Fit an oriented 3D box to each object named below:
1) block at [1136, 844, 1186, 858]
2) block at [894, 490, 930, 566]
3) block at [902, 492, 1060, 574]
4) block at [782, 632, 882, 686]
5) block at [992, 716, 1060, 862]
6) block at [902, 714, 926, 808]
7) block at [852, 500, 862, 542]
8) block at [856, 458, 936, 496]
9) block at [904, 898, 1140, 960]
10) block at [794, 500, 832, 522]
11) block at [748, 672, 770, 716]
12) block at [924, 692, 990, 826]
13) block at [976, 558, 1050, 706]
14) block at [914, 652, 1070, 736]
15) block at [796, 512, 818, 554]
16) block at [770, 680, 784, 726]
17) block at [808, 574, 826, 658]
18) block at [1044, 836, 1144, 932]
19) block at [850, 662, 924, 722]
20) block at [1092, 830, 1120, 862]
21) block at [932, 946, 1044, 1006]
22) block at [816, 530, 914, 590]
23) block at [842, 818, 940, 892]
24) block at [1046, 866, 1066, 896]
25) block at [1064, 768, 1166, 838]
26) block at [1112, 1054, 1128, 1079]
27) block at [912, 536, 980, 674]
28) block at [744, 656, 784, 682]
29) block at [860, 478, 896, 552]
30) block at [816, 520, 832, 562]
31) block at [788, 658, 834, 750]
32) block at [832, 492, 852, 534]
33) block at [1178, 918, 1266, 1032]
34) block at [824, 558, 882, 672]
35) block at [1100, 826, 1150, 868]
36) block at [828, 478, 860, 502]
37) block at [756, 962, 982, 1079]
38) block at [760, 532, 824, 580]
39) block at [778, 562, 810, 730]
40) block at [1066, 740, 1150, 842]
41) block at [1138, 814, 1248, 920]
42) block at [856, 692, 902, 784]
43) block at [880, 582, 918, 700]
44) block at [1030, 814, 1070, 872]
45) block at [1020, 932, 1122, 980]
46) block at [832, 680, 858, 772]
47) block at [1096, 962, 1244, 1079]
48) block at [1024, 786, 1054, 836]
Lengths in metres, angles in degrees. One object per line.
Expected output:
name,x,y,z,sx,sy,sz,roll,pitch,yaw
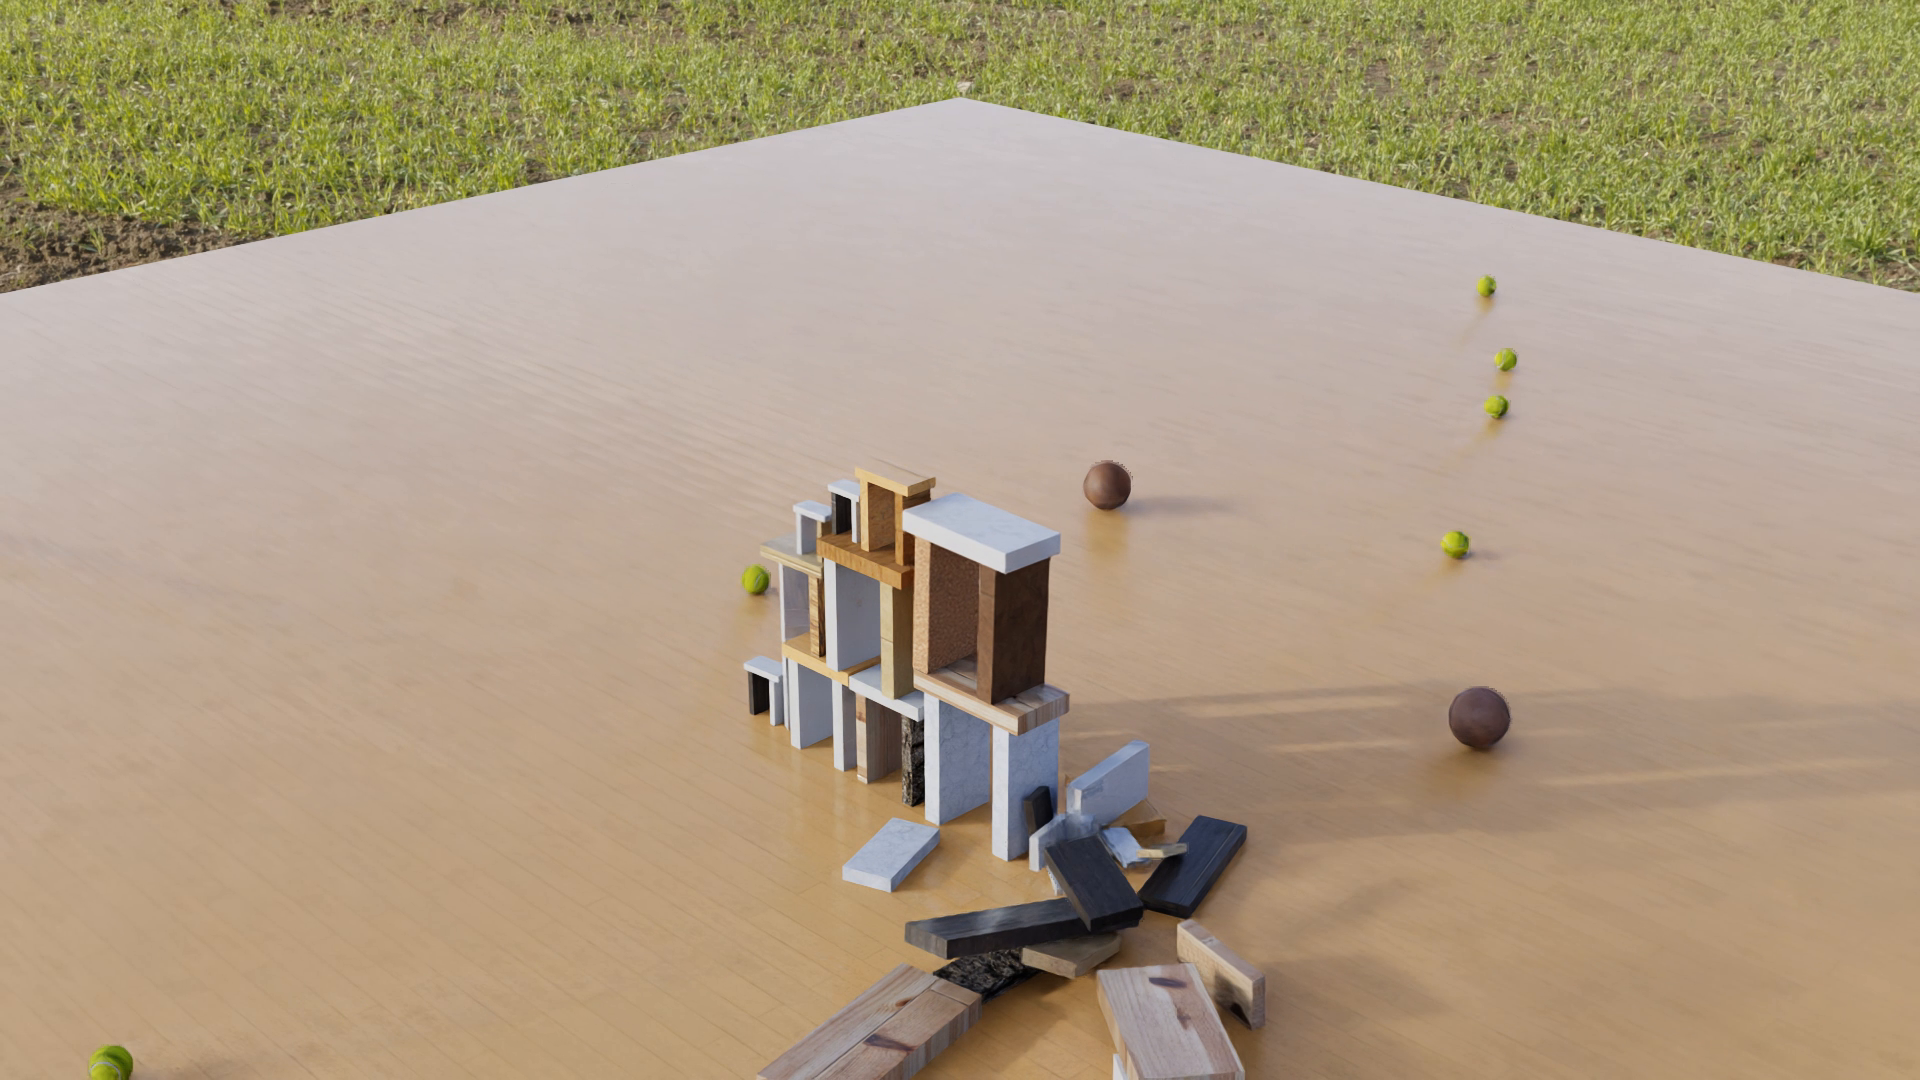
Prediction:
block,0.387,0.596,4.213,0.053,0.015,0.106,-4,-2,32
block,-0.092,-0.031,4.316,0.075,0.150,0.021,-21,31,-40
block,0.039,-0.016,4.174,0.143,0.041,0.286,-20,30,-39
block,-0.267,0.245,4.616,0.103,0.029,0.207,-21,31,-41
block,0.128,0.470,4.288,0.041,0.286,0.143,21,31,40
block,-0.071,0.433,4.480,0.029,0.203,0.102,21,31,41
block,-0.196,-0.044,4.421,0.045,0.091,0.013,-21,31,-41
block,-0.127,-0.124,4.315,0.075,0.021,0.150,-21,31,-40
block,0.116,0.688,3.934,0.445,0.034,0.120,-1,8,-38
block,-0.294,-0.060,4.510,0.092,0.013,0.046,19,30,38
block,-0.441,0.329,4.850,0.053,0.105,0.015,-21,31,-41
block,-0.005,0.417,4.412,0.041,0.286,0.143,21,31,41
block,0.101,0.159,4.181,0.143,0.286,0.041,-20,32,-39
block,0.060,0.293,4.286,0.143,0.041,0.286,-21,31,-40
block,-0.317,-0.019,4.550,0.013,0.092,0.046,20,30,39
block,-0.391,0.349,4.804,0.053,0.105,0.015,-21,32,-41
block,-0.270,0.145,4.581,0.091,0.183,0.026,-21,31,-41
block,0.241,0.619,3.979,0.104,0.029,0.208,-11,34,-18
block,-0.120,0.307,4.479,0.102,0.029,0.203,-21,31,-41
block,0.264,0.597,4.330,0.068,0.019,0.135,-12,26,-26
block,0.054,0.767,3.916,0.205,0.029,0.103,-21,31,-40
block,-0.159,0.030,4.408,0.247,0.035,0.123,21,31,40
block,-0.132,0.611,4.282,0.104,0.029,0.208,11,25,24
block,0.201,0.645,4.222,0.053,0.015,0.106,-3,23,-8
block,0.313,0.533,4.462,0.120,0.034,0.239,-8,24,-18
block,0.366,0.932,3.502,0.171,0.048,0.342,-4,23,-9
block,-0.026,0.106,4.307,0.041,0.286,0.143,22,31,38
block,-0.417,0.282,4.807,0.105,0.015,0.053,18,29,37
block,-0.163,-0.059,4.382,0.021,0.150,0.075,21,31,41
block,-0.272,-0.003,4.511,0.013,0.092,0.046,20,30,38
block,-0.315,0.335,4.707,0.029,0.207,0.103,21,31,41
block,-0.239,-0.060,4.461,0.045,0.091,0.013,-21,31,-41
block,0.455,0.758,3.840,0.029,0.104,0.208,-17,28,-28
block,-0.219,0.137,4.518,0.123,0.247,0.035,-21,31,-40
block,0.322,0.599,4.280,0.053,0.015,0.106,-4,32,-26
block,-0.218,-0.100,4.421,0.091,0.013,0.045,21,31,40
block,-0.147,0.850,3.696,0.171,0.048,0.395,16,28,32
block,-0.320,0.032,4.580,0.183,0.026,0.091,20,30,39
block,-0.336,0.211,4.728,0.091,0.419,0.026,-9,24,-19
block,0.293,0.496,4.351,0.034,0.120,0.239,17,28,35
block,0.450,0.628,4.243,0.103,0.029,0.326,11,25,24
block,-0.167,0.395,4.569,0.102,0.203,0.029,-21,31,-41
block,-0.102,0.184,4.411,0.123,0.251,0.035,-21,31,-41
block,0.173,0.585,4.258,0.019,0.068,0.135,6,16,28
block,0.200,0.731,3.926,0.103,0.029,0.205,12,9,25
block,-0.218,0.373,4.617,0.104,0.207,0.029,-21,31,-41
block,0.344,0.816,3.652,0.171,0.048,0.342,-3,19,-7
block,0.158,0.554,4.280,0.019,0.135,0.067,2,21,32
